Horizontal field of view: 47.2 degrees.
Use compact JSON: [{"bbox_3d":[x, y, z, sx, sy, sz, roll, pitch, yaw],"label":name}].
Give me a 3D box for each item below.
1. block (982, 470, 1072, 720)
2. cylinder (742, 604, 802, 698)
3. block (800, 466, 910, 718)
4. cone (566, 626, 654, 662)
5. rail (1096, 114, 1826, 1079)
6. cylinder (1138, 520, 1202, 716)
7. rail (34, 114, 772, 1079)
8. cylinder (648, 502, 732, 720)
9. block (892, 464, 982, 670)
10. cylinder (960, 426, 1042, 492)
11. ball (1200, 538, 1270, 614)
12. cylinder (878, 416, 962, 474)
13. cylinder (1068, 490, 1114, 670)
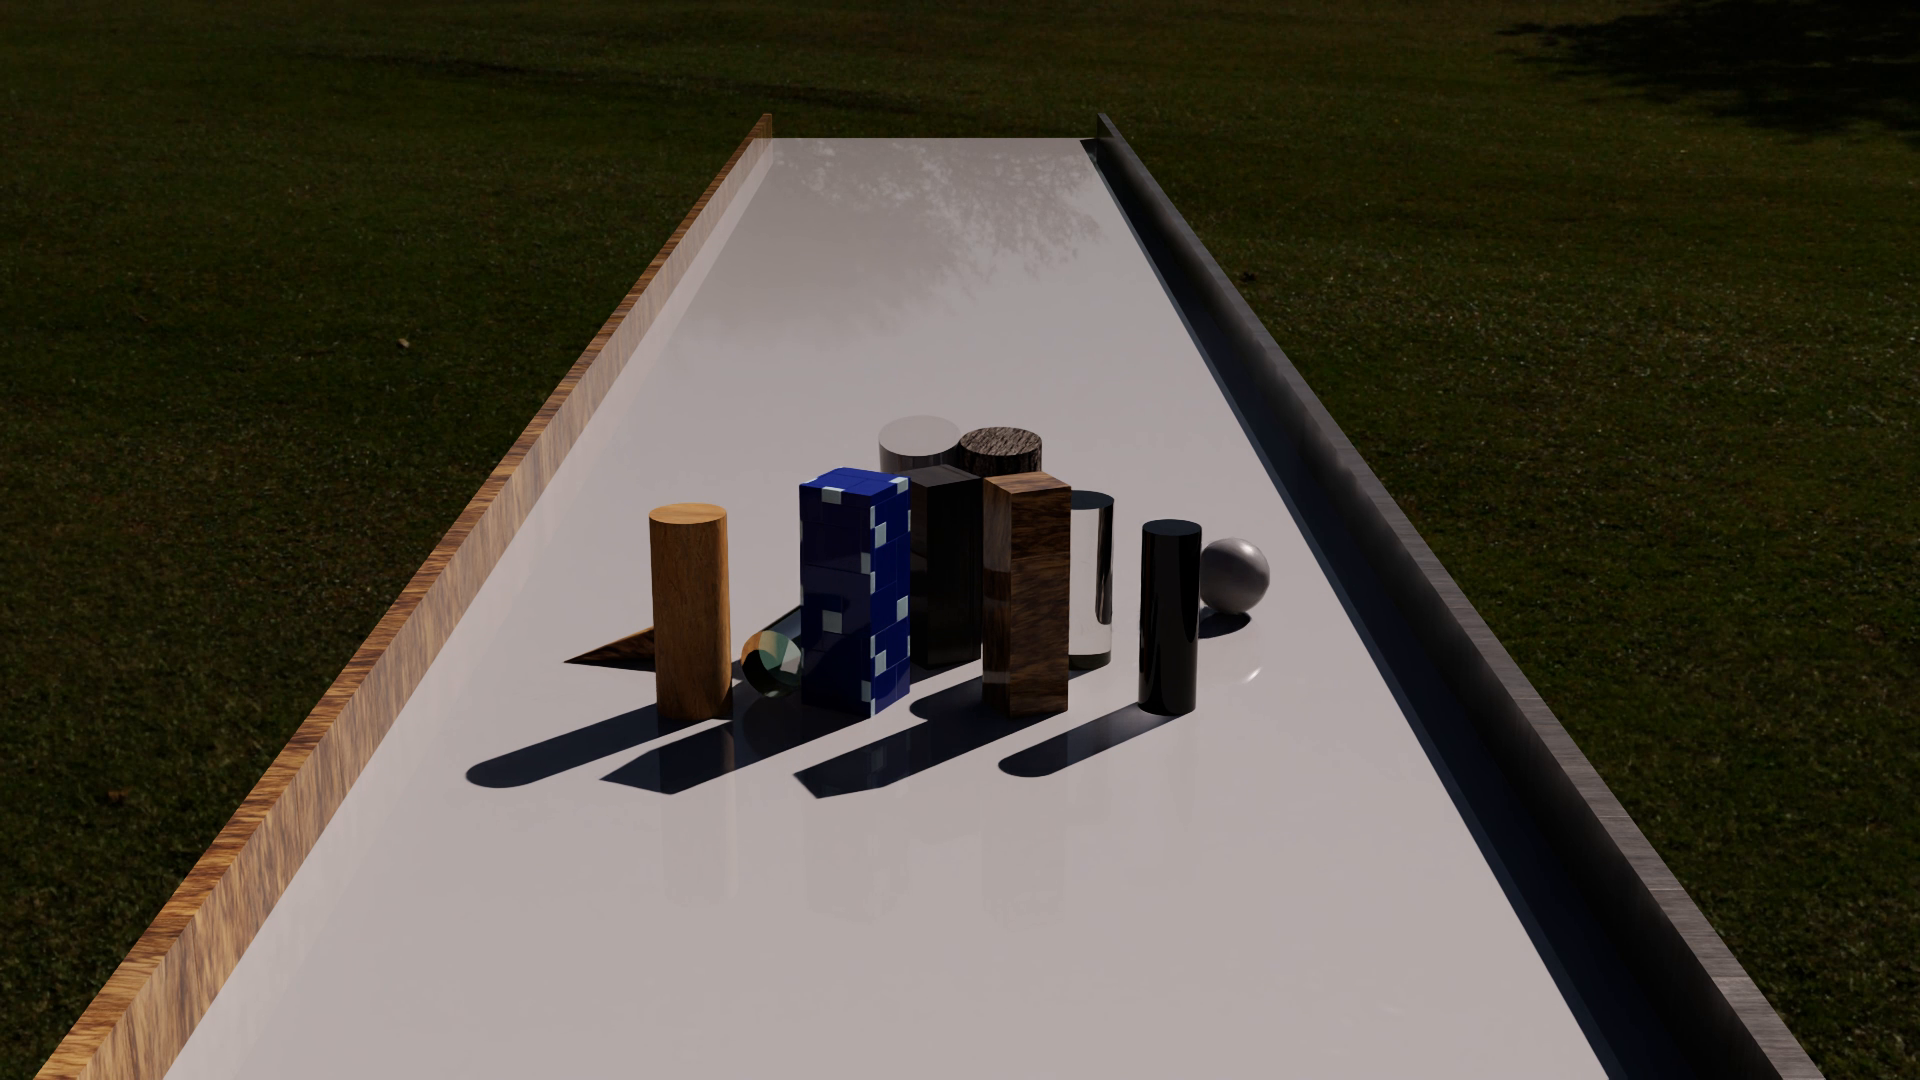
[{"bbox_3d":[0.123,0.103,4.112,0.121,0.438,0.121,-7,18,-23],"label":"block"},{"bbox_3d":[-0.274,0.178,4.390,0.136,0.136,0.446,7,18,21],"label":"cylinder"},{"bbox_3d":[-0.196,0.096,4.144,0.151,0.431,0.151,9,19,26],"label":"block"},{"bbox_3d":[-0.639,0.212,4.416,0.327,0.114,0.114,-12,18,-5],"label":"cone"},{"bbox_3d":[0.932,-0.844,7.801,0.050,0.150,12.000,0,17,-1],"label":"rail"},{"bbox_3d":[0.392,0.145,4.121,0.110,0.352,0.110,0,17,0],"label":"cylinder"},{"bbox_3d":[-1.118,-0.838,7.780,0.050,0.150,12.000,0,17,-1],"label":"rail"},{"bbox_3d":[-0.502,0.133,4.110,0.142,0.381,0.142,0,17,0],"label":"cylinder"},{"bbox_3d":[-0.046,0.053,4.388,0.128,0.377,0.128,-11,20,-32],"label":"block"},{"bbox_3d":[0.085,-0.027,4.611,0.169,0.386,0.169,0,23,0],"label":"cylinder"},{"bbox_3d":[0.578,0.077,4.682,0.164,0.164,0.164,0,17,0],"label":"ball"},{"bbox_3d":[-0.078,-0.052,4.661,0.172,0.390,0.172,-2,32,1],"label":"cylinder"},{"bbox_3d":[0.231,0.080,4.378,0.146,0.331,0.146,0,17,0],"label":"cylinder"}]
